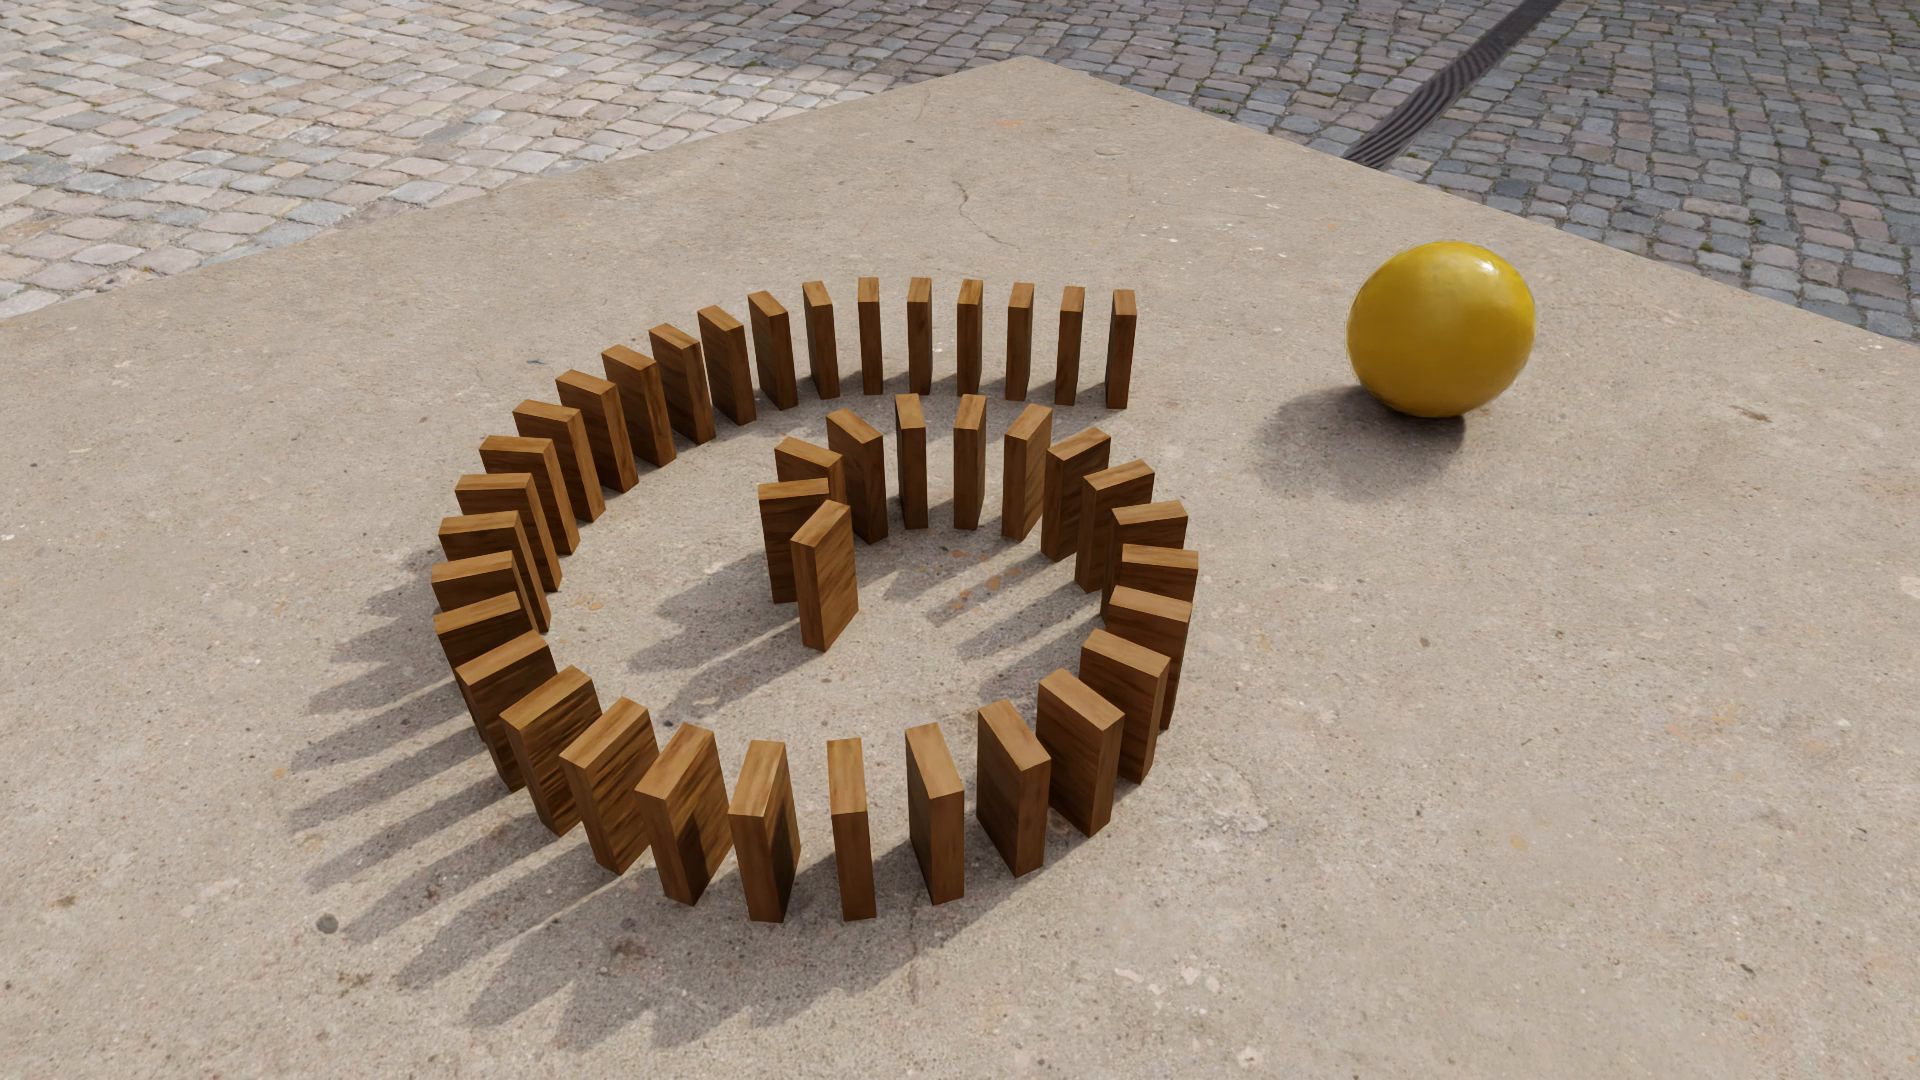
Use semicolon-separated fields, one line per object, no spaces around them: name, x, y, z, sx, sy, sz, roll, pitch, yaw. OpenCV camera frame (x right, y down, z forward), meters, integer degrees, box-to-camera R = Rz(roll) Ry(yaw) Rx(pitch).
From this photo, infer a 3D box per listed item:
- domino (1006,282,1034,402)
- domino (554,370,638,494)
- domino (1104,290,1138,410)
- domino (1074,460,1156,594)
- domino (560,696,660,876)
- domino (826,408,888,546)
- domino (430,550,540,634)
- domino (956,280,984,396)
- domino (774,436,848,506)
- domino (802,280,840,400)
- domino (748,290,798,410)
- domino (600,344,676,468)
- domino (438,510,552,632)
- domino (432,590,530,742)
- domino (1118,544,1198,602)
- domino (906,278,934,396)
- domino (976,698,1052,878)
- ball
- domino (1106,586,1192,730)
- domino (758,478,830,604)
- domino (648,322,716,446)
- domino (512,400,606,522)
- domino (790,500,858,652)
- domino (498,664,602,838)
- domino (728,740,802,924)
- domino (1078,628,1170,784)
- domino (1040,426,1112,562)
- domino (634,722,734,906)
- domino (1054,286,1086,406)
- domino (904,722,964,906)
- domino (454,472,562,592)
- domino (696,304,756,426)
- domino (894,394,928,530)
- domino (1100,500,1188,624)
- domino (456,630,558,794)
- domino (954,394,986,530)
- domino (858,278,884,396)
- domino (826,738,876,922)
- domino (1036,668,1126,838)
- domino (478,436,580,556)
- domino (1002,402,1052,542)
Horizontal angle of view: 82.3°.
domino;0.029;-0.095;0.527;0.010;0.050;0.025;6;40;7
domino;-0.154;-0.046;0.467;0.025;0.050;0.009;20;43;22
domino;0.076;-0.090;0.522;0.010;0.050;0.025;2;39;3
domino;0.058;-0.005;0.417;0.025;0.050;0.010;-18;43;-20
domino;-0.099;0.073;0.323;0.009;0.050;0.025;20;43;22
domino;-0.041;-0.025;0.442;0.009;0.050;0.025;-27;47;-29
domino;-0.160;0.028;0.377;0.025;0.050;0.010;-11;41;-14
domino;0.005;-0.097;0.530;0.009;0.050;0.025;4;40;5
domino;-0.057;-0.014;0.428;0.025;0.050;0.010;20;43;23
domino;-0.067;-0.096;0.528;0.009;0.050;0.025;-11;41;-13
domino;-0.088;-0.089;0.521;0.010;0.050;0.025;-21;44;-23
domino;-0.141;-0.058;0.483;0.025;0.050;0.010;25;46;27
domino;-0.166;0.013;0.395;0.025;0.050;0.009;-6;40;-8
domino;-0.151;0.042;0.360;0.025;0.050;0.009;-19;43;-22
domino;0.067;0.025;0.381;0.025;0.050;0.009;6;40;7
domino;-0.019;-0.098;0.531;0.009;0.050;0.025;2;39;2
domino;0.015;0.073;0.322;0.009;0.050;0.025;-18;43;-21
ball;0.220;-0.096;0.505;0.080;0.080;0.080;0;39;0
domino;0.060;0.039;0.363;0.025;0.050;0.009;13;41;16
domino;-0.060;0.001;0.410;0.025;0.050;0.010;-6;40;-7
domino;-0.125;-0.070;0.497;0.025;0.050;0.010;31;48;32
domino;-0.164;-0.032;0.450;0.025;0.050;0.010;12;41;14
domino;-0.048;0.013;0.395;0.009;0.050;0.025;16;42;19
domino;-0.119;0.064;0.333;0.010;0.050;0.025;26;46;28
domino;-0.054;0.083;0.310;0.009;0.050;0.025;4;39;4
domino;0.050;0.053;0.347;0.025;0.050;0.009;21;44;24
domino;0.045;-0.017;0.433;0.025;0.050;0.009;-27;47;-29
domino;-0.078;0.079;0.315;0.010;0.050;0.025;13;41;16
domino;0.052;-0.092;0.524;0.009;0.050;0.025;6;40;7
domino;-0.007;0.079;0.315;0.009;0.050;0.025;-11;41;-14
domino;-0.169;-0.002;0.414;0.025;0.050;0.010;-2;39;-2
domino;-0.108;-0.081;0.510;0.009;0.050;0.025;-28;47;-30
domino;-0.020;-0.032;0.450;0.009;0.050;0.025;-6;40;-7
domino;0.066;0.010;0.400;0.025;0.050;0.009;-8;40;-9
domino;-0.137;0.054;0.345;0.025;0.050;0.009;-30;48;-32
domino;0.004;-0.031;0.450;0.010;0.050;0.025;6;40;7
domino;-0.043;-0.098;0.531;0.009;0.050;0.025;-2;39;-3
domino;-0.030;0.082;0.311;0.010;0.050;0.025;-5;40;-6
domino;0.035;0.065;0.332;0.009;0.050;0.025;-30;48;-31
domino;-0.168;-0.017;0.432;0.025;0.050;0.010;4;39;5
domino;0.027;-0.027;0.444;0.010;0.050;0.025;18;42;20
